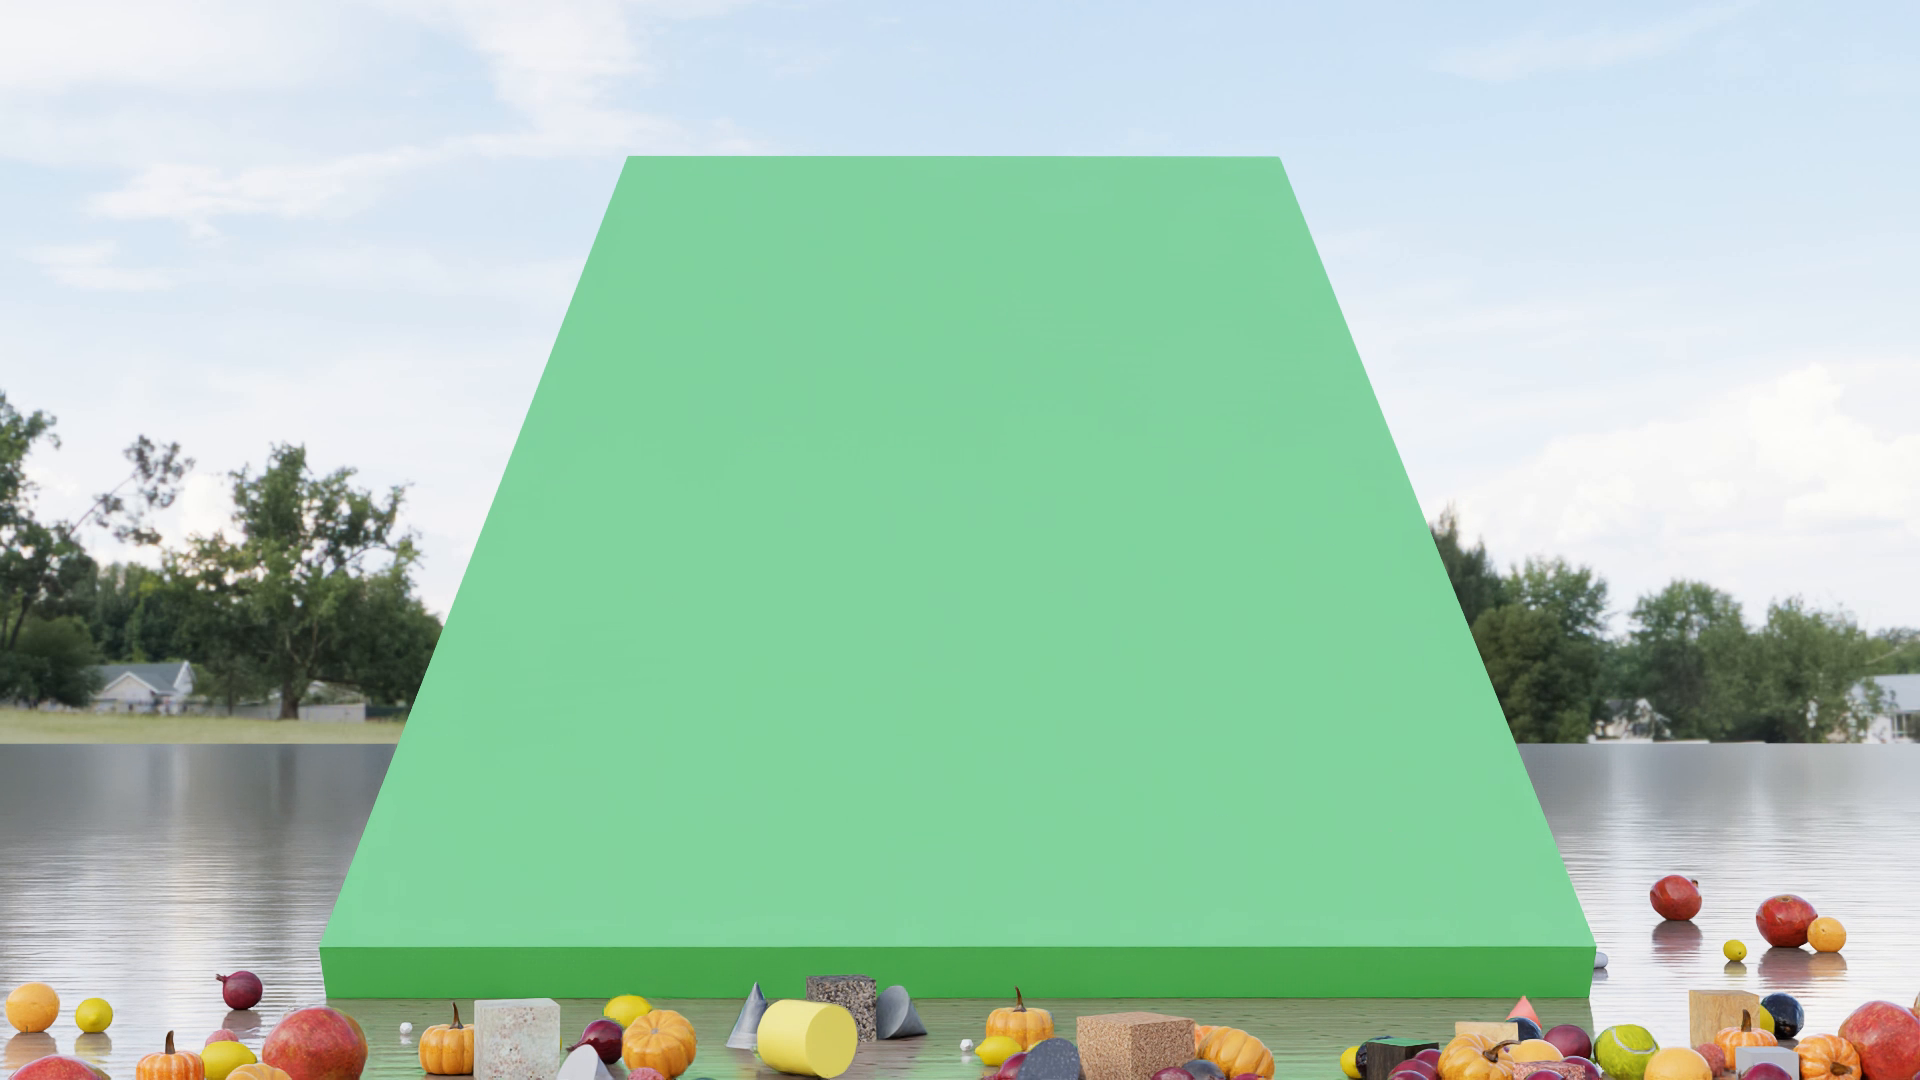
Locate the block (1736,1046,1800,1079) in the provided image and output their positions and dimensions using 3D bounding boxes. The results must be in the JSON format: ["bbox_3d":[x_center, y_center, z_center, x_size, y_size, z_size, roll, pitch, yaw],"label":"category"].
[{"bbox_3d":[0.926,0.612,2.721,0.054,0.054,0.054,0,-5,-1],"label":"block"}]

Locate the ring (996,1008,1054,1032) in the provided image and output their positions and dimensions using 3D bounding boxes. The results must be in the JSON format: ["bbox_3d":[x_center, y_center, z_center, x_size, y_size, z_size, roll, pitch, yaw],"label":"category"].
[{"bbox_3d":[0.092,0.678,3.344,0.083,0.028,0.083,-1,-5,0],"label":"ring"}]

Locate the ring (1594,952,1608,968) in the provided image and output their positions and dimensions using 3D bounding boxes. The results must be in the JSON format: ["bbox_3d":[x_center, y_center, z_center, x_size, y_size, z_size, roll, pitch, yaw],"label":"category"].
[{"bbox_3d":[1.122,0.754,4.260,0.084,0.028,0.084,1,-6,0],"label":"ring"}]

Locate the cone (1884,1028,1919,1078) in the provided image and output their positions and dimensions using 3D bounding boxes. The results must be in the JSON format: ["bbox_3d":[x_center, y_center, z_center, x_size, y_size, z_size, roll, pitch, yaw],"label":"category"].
[{"bbox_3d":[1.166,0.638,2.874,0.065,0.065,0.065,0,22,-3],"label":"cone"}]

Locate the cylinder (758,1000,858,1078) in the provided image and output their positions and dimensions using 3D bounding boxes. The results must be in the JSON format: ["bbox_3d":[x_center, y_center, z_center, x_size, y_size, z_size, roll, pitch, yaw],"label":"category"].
[{"bbox_3d":[-0.187,0.611,2.905,0.087,0.087,0.087,-5,-7,44],"label":"cylinder"}]

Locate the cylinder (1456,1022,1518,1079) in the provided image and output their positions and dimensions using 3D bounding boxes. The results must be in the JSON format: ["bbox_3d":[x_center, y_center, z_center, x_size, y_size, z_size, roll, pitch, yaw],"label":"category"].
[{"bbox_3d":[0.630,0.612,2.833,0.072,0.072,0.072,-1,-5,12],"label":"cylinder"}]

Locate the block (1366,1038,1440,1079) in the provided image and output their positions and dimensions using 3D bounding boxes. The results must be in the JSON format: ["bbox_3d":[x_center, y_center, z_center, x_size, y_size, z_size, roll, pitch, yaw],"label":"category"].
[{"bbox_3d":[0.515,0.613,2.754,0.059,0.059,0.059,4,-6,-38],"label":"block"}]

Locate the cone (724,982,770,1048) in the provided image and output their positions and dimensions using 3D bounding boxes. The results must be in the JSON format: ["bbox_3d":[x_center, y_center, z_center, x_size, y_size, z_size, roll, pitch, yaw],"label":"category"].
[{"bbox_3d":[-0.274,0.636,3.191,0.085,0.085,0.085,0,-5,0],"label":"cone"}]

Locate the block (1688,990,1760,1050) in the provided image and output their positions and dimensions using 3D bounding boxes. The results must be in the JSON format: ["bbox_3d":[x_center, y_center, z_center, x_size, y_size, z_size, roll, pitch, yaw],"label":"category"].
[{"bbox_3d":[1.022,0.641,3.169,0.072,0.072,0.072,0,-5,0],"label":"block"}]

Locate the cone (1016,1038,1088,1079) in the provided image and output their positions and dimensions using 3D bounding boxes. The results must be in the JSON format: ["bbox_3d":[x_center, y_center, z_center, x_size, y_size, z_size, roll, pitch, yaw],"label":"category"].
[{"bbox_3d":[0.125,0.612,2.633,0.090,0.090,0.090,-5,-33,45],"label":"cone"}]

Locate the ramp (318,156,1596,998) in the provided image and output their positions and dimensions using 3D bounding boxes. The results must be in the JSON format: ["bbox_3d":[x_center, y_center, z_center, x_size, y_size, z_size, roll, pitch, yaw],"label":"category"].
[{"bbox_3d":[-0.011,-0.227,5.515,2.000,0.100,4.000,0,27,0],"label":"ramp"}]

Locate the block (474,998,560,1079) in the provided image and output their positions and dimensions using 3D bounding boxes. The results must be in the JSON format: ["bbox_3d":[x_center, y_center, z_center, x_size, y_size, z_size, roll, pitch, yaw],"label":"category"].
[{"bbox_3d":[-0.537,0.606,2.870,0.091,0.091,0.091,2,-5,-18],"label":"block"}]

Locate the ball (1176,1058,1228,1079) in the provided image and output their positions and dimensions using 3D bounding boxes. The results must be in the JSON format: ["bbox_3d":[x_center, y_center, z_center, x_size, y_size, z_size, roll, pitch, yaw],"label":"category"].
[{"bbox_3d":[0.265,0.600,2.603,0.059,0.059,0.059,0,-5,0],"label":"ball"}]

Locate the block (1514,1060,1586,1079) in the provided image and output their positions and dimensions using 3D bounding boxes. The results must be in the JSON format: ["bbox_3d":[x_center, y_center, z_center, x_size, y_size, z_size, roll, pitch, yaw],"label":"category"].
[{"bbox_3d":[0.646,0.602,2.599,0.054,0.054,0.054,3,-6,-32],"label":"block"}]

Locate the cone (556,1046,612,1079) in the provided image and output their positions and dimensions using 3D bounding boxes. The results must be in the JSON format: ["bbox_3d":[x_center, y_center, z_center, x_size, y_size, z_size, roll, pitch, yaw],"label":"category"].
[{"bbox_3d":[-0.405,0.619,2.673,0.074,0.074,0.074,36,-25,-32],"label":"cone"}]

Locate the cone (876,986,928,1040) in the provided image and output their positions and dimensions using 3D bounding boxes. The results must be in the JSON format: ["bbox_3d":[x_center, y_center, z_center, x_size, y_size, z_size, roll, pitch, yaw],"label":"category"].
[{"bbox_3d":[-0.071,0.668,3.279,0.079,0.079,0.079,36,-25,-32],"label":"cone"}]

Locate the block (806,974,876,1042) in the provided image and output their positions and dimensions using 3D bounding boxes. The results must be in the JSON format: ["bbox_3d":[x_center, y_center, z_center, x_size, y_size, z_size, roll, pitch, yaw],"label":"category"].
[{"bbox_3d":[-0.164,0.642,3.251,0.082,0.082,0.082,1,-5,-14],"label":"block"}]

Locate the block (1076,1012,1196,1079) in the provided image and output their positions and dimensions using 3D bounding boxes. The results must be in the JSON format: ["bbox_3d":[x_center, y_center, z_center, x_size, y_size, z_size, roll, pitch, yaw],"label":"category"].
[{"bbox_3d":[0.199,0.589,2.682,0.095,0.095,0.095,4,-6,-36],"label":"block"}]
